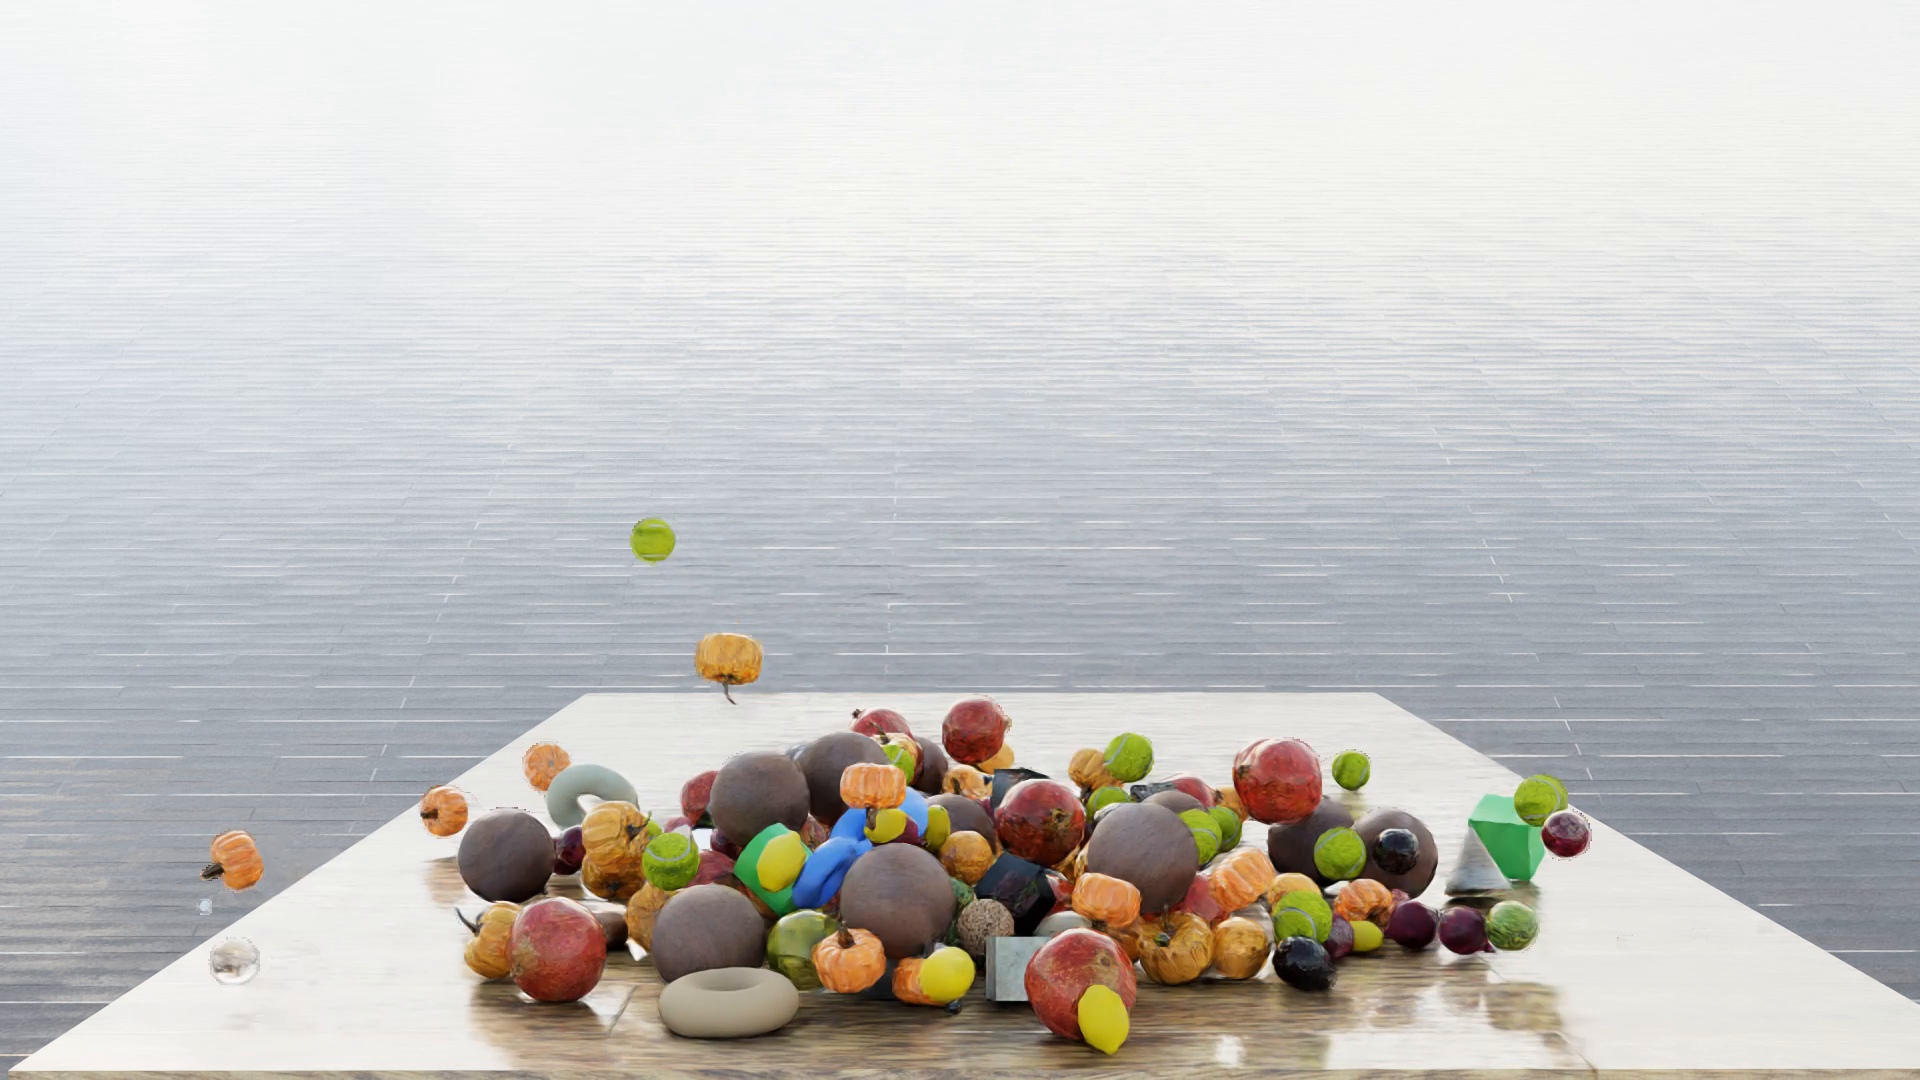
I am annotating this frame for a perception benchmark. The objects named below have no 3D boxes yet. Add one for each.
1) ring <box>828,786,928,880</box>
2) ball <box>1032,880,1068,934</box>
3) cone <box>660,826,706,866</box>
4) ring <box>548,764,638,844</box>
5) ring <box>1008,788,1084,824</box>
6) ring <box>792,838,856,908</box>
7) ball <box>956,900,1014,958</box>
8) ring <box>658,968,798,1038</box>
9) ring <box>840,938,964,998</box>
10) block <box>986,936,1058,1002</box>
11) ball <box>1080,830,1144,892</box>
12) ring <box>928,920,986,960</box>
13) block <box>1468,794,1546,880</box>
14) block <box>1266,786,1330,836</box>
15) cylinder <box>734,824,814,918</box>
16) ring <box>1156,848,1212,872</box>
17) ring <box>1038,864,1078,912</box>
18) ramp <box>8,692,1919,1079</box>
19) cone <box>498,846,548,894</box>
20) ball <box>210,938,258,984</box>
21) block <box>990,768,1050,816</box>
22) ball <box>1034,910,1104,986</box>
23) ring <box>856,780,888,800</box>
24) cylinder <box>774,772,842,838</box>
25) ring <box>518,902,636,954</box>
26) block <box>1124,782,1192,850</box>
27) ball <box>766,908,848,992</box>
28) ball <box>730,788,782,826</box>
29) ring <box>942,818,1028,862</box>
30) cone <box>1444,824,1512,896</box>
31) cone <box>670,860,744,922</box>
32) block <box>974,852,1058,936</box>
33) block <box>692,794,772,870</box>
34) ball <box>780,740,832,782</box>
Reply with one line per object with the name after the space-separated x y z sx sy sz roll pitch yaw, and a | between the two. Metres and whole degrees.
-0.104 0.369 3.248 0.145 0.048 0.145 -29 26 16 | ring
0.099 0.454 3.187 0.070 0.070 0.070 0 24 0 | ball
-0.365 0.428 3.487 0.060 0.060 0.060 -32 34 26 | cone
-0.571 0.411 4.008 0.146 0.146 0.049 4 30 8 | ring
0.133 0.411 3.971 0.118 0.039 0.118 -12 -1 0 | ring
-0.158 0.387 2.985 0.032 0.097 0.097 37 36 13 | ring
0.029 0.444 2.944 0.067 0.067 0.067 0 24 0 | ball
-0.246 0.493 2.742 0.149 0.050 0.149 -2 5 0 | ring
-0.068 0.487 2.931 0.146 0.049 0.146 2 2 0 | ring
0.068 0.474 2.850 0.068 0.068 0.068 1 -8 -8 | block
0.211 0.446 3.573 0.087 0.087 0.087 0 24 0 | ball
0.014 0.487 3.129 0.106 0.035 0.106 3 2 0 | ring
0.787 0.428 3.708 0.087 0.087 0.087 3 21 26 | block
0.538 0.432 4.098 0.065 0.065 0.065 15 -8 -39 | block
-0.219 0.411 3.184 0.086 0.086 0.086 42 42 22 | cylinder
0.329 0.468 3.775 0.083 0.028 0.083 0 1 0 | ring
0.108 0.454 3.271 0.093 0.093 0.031 14 32 28 | ring
0.056 0.506 4.550 2.000 0.100 4.000 0 2 0 | ramp
-0.592 0.474 3.581 0.069 0.069 0.069 -20 42 -37 | cone
-0.833 0.484 2.959 0.053 0.053 0.053 0 24 0 | ball
0.080 0.340 3.467 0.053 0.053 0.053 -9 -23 42 | block
0.124 0.468 2.954 0.084 0.084 0.084 0 24 0 | ball
-0.127 0.402 4.049 0.077 0.077 0.026 8 62 18 | ring
-0.244 0.424 4.129 0.093 0.093 0.093 -7 4 -15 | cylinder
-0.473 0.479 3.182 0.144 0.048 0.144 -3 1 0 | ring
0.294 0.408 3.824 0.068 0.068 0.068 -4 29 -25 | block
-0.170 0.455 2.861 0.091 0.091 0.091 0 24 0 | ball
-0.322 0.428 3.946 0.097 0.097 0.097 0 24 0 | ball
0.047 0.454 3.896 0.150 0.050 0.150 -1 3 0 | ring
0.700 0.433 3.510 0.094 0.094 0.094 -3 -13 -1 | cone
-0.341 0.477 3.354 0.088 0.088 0.088 -30 30 -6 | cone
0.064 0.412 2.989 0.060 0.060 0.060 15 50 39 | block
-0.332 0.428 3.776 0.077 0.077 0.077 -2 48 -40 | block
-0.255 0.373 4.261 0.083 0.083 0.083 0 24 0 | ball
